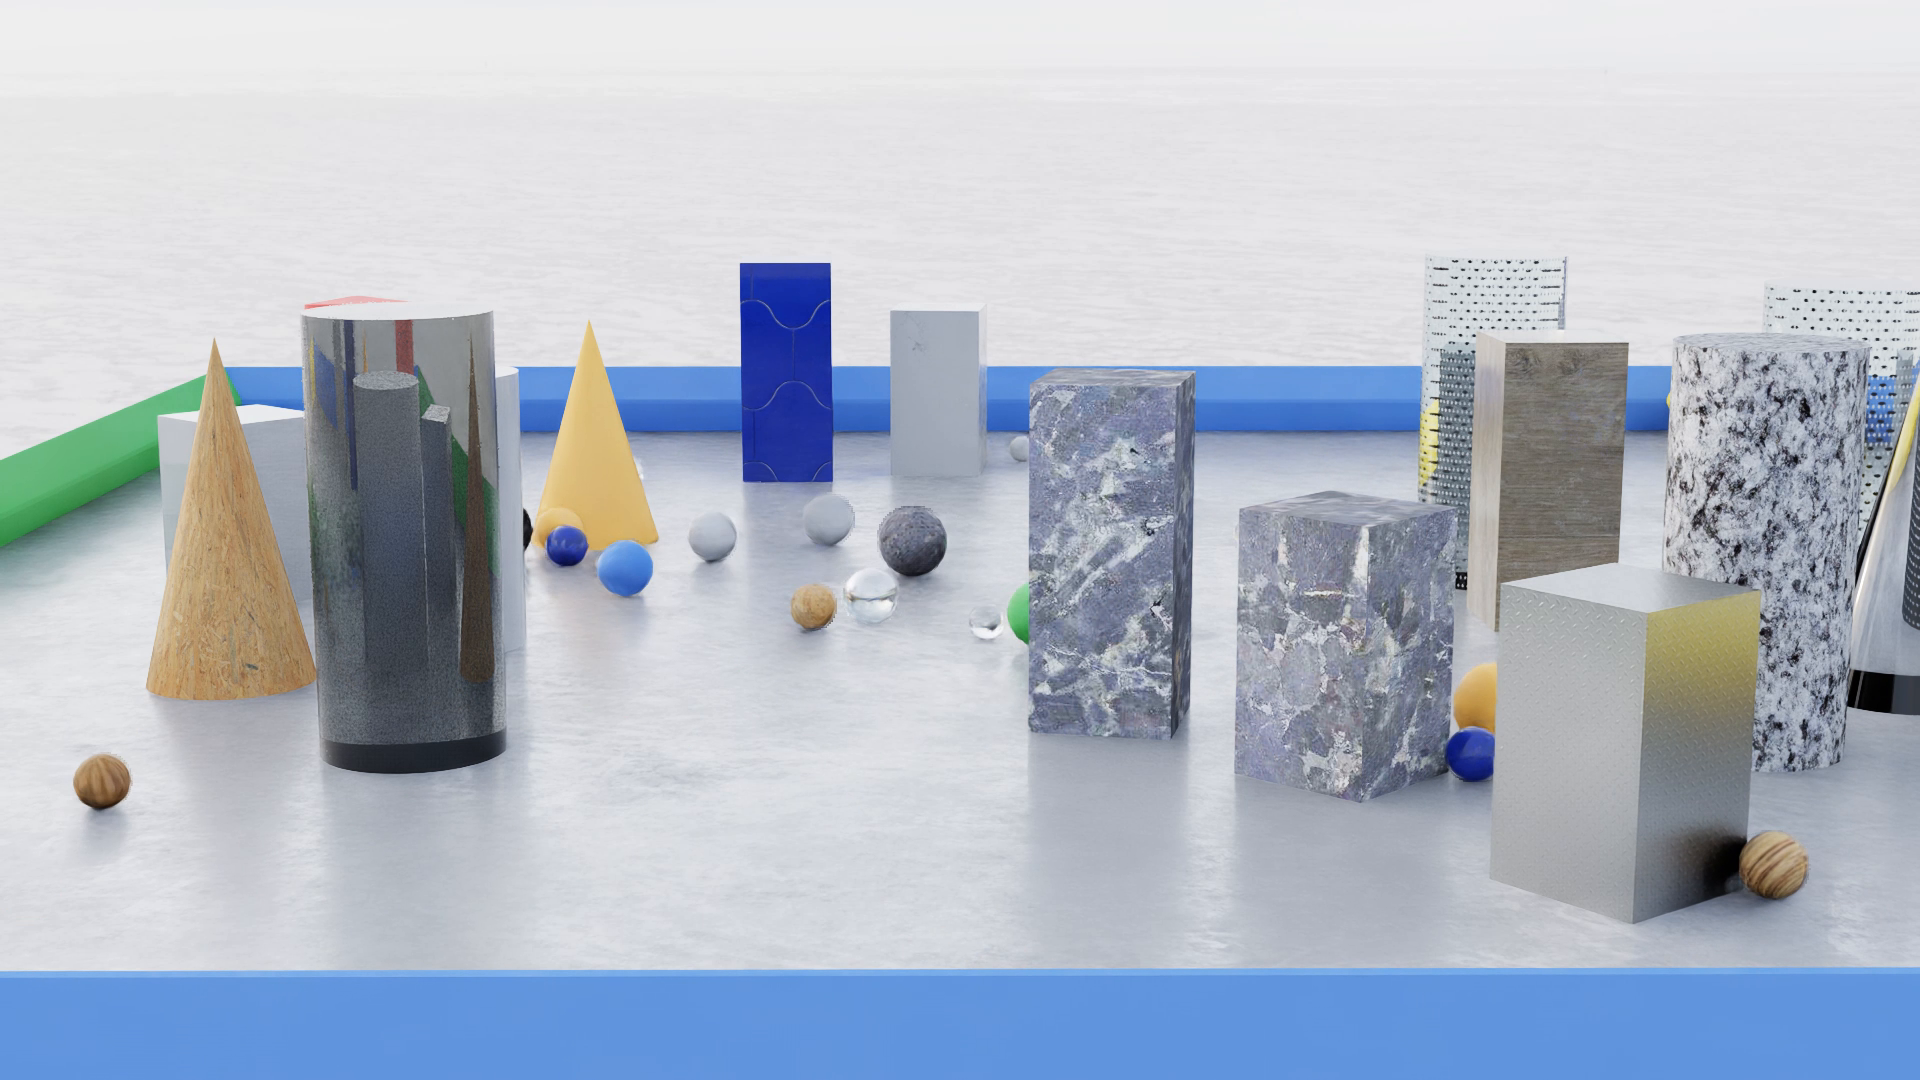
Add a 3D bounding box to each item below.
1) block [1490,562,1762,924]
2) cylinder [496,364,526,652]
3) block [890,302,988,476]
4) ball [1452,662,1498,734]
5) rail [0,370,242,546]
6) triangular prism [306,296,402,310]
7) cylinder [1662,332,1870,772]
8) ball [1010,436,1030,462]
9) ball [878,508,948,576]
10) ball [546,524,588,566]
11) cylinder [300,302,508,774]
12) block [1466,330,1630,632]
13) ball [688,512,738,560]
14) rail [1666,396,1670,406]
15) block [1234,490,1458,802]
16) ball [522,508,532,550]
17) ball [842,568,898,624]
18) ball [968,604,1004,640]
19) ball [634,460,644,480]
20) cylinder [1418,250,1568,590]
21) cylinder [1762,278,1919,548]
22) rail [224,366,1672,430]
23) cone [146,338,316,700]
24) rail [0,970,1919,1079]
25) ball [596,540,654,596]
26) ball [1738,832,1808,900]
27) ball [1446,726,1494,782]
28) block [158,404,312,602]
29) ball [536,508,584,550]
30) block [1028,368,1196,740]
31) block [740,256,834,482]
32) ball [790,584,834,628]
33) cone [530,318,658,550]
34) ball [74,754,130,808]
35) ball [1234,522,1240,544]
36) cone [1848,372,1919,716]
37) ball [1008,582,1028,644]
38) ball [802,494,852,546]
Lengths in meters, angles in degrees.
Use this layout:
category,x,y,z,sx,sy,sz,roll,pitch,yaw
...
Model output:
category,x,y,z,sx,sy,sz,roll,pitch,yaw
block,0.591,0.175,2.288,0.159,0.273,0.159,-8,13,-37
cylinder,-0.654,-0.040,3.248,0.199,0.348,0.199,0,10,0
block,-0.037,-0.275,4.660,0.159,0.297,0.159,1,11,6
ball,0.578,0.179,2.764,0.094,0.094,0.094,0,10,0
rail,-1.446,0.035,3.441,0.045,0.129,3.505,0,10,0
triangular prism,-0.995,-0.228,4.274,0.172,0.345,0.149,-3,11,-15
cylinder,0.852,0.008,2.737,0.199,0.440,0.199,0,10,0
ball,0.117,-0.169,4.769,0.048,0.048,0.048,0,10,0
ball,-0.068,0.003,3.701,0.099,0.099,0.099,0,10,0
ball,-0.578,0.009,3.771,0.062,0.062,0.062,0,10,0
cylinder,-0.589,-0.007,2.726,0.199,0.473,0.199,0,10,0
block,0.773,-0.081,3.388,0.159,0.377,0.159,0,10,-2
ball,-0.369,-0.006,3.817,0.074,0.074,0.074,0,10,0
rail,1.446,0.032,3.457,0.045,0.129,3.505,0,10,0
block,0.398,0.105,2.651,0.159,0.280,0.159,10,14,43
ball,-0.683,-0.015,3.799,0.098,0.098,0.098,0,10,0
ball,-0.118,0.074,3.388,0.074,0.074,0.074,0,10,0
ball,0.034,0.105,3.296,0.046,0.046,0.046,0,10,0
ball,-0.579,-0.120,4.504,0.048,0.048,0.048,0,10,0
cylinder,0.755,-0.174,3.653,0.199,0.465,0.199,0,10,0
cylinder,1.104,-0.093,3.230,0.199,0.459,0.199,0,10,0
rail,-0.010,-0.281,5.149,2.940,0.129,0.045,0,10,0
cone,-0.873,-0.035,3.041,0.199,0.414,0.199,0,10,0
rail,0.010,0.348,1.749,2.940,0.129,0.045,0,10,0
ball,-0.465,0.039,3.565,0.078,0.078,0.078,0,10,0
ball,0.719,0.288,2.269,0.059,0.059,0.059,0,10,0
ball,0.530,0.220,2.643,0.057,0.057,0.057,0,10,0
block,-0.987,-0.047,3.543,0.159,0.254,0.159,9,14,41
ball,-0.603,-0.014,3.866,0.072,0.072,0.072,0,10,0
block,0.170,0.011,2.863,0.159,0.387,0.159,2,11,13
block,-0.308,-0.307,4.585,0.159,0.387,0.159,0,10,-2
ball,-0.193,0.087,3.357,0.059,0.059,0.059,0,10,0
cone,-0.569,-0.171,3.964,0.199,0.345,0.199,0,10,0
ball,-0.851,0.240,2.546,0.054,0.054,0.054,0,10,0
ball,0.441,-0.008,3.894,0.050,0.050,0.050,0,10,0
cone,1.102,-0.012,2.972,0.199,0.394,0.199,0,10,0
ball,0.103,0.092,3.250,0.087,0.087,0.087,0,10,0
ball,-0.204,-0.031,3.942,0.078,0.078,0.078,0,10,0
